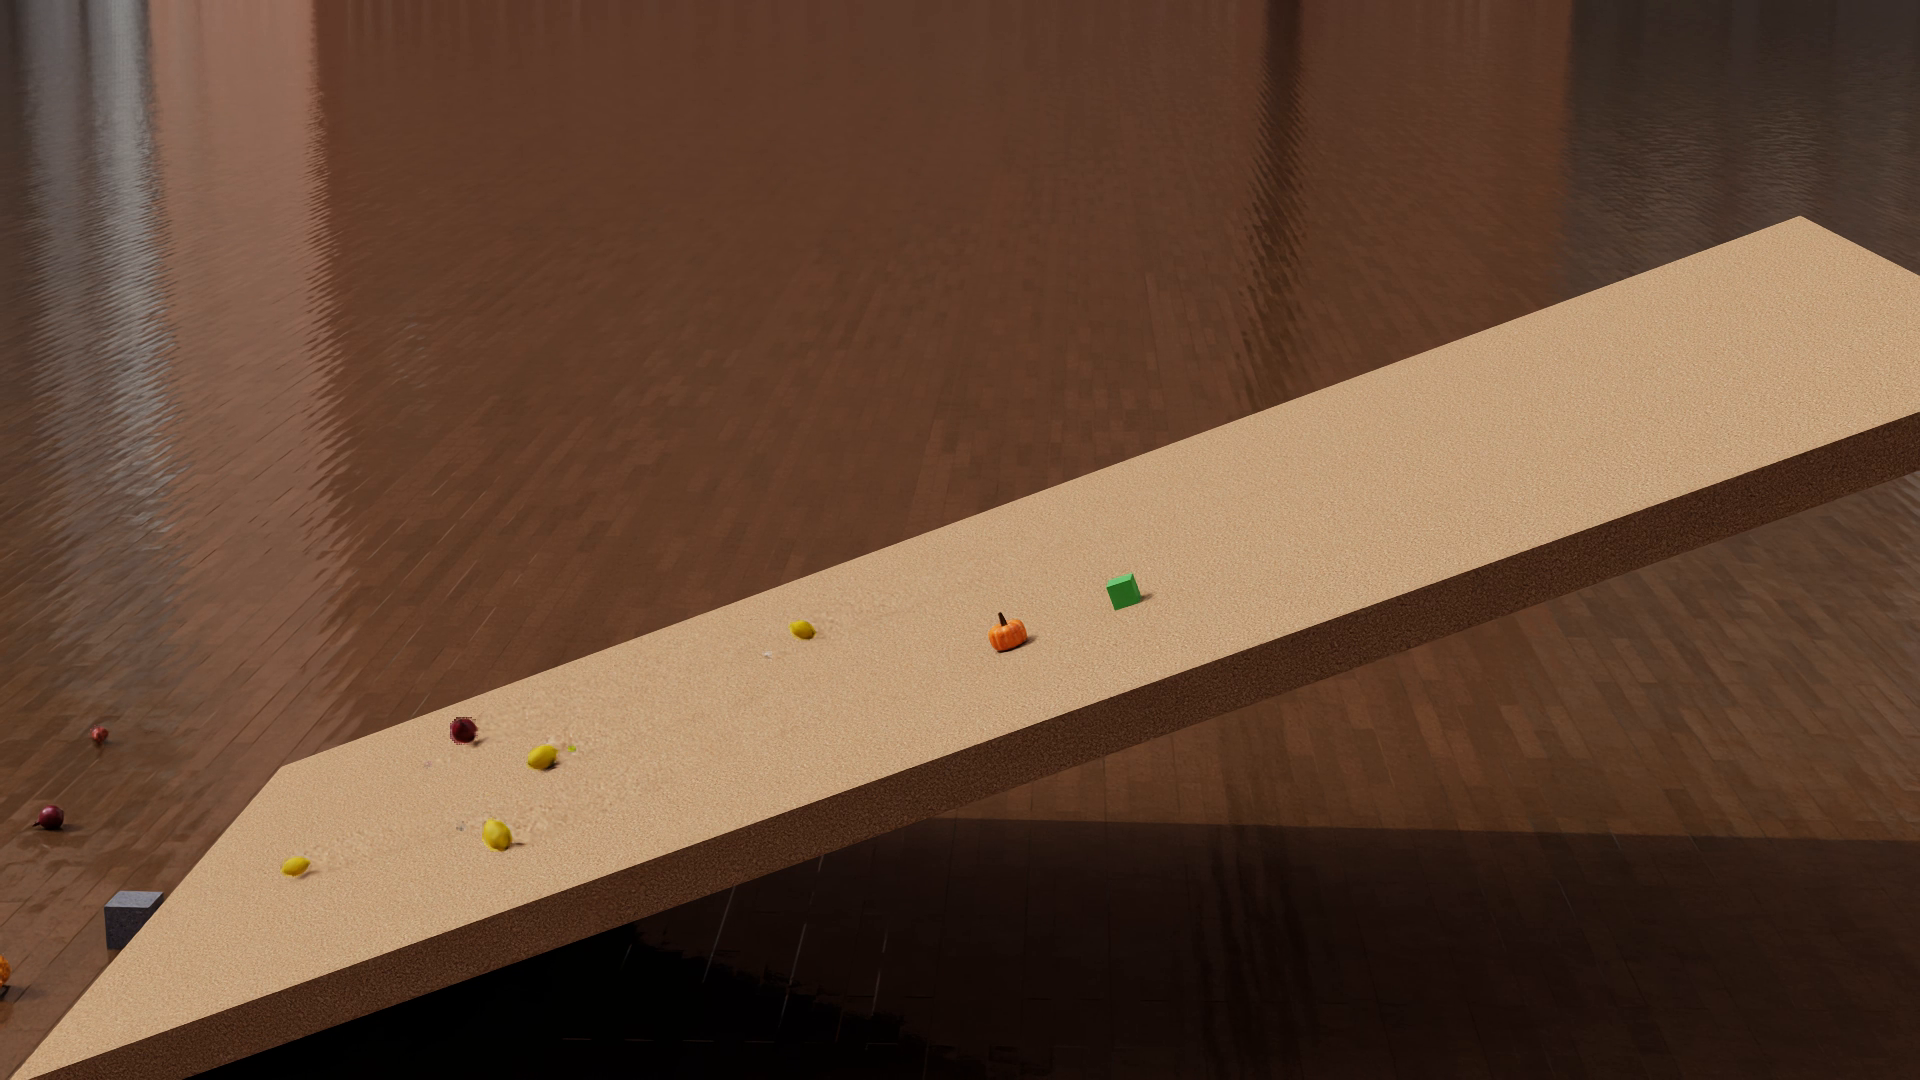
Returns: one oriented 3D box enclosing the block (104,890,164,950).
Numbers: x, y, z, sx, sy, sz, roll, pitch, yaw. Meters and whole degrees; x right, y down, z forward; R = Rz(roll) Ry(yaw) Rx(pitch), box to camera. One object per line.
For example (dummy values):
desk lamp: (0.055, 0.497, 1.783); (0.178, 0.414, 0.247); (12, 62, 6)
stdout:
block: (-1.834, 0.846, 6.539); (0.100, 0.100, 0.100); (1, 13, 3)

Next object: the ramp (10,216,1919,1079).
ramp: (0.118, 0.176, 6.295); (4.000, 0.100, 2.000); (-20, 12, 7)

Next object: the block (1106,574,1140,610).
block: (0.327, 0.103, 5.877); (0.051, 0.051, 0.051); (-18, 12, 13)
